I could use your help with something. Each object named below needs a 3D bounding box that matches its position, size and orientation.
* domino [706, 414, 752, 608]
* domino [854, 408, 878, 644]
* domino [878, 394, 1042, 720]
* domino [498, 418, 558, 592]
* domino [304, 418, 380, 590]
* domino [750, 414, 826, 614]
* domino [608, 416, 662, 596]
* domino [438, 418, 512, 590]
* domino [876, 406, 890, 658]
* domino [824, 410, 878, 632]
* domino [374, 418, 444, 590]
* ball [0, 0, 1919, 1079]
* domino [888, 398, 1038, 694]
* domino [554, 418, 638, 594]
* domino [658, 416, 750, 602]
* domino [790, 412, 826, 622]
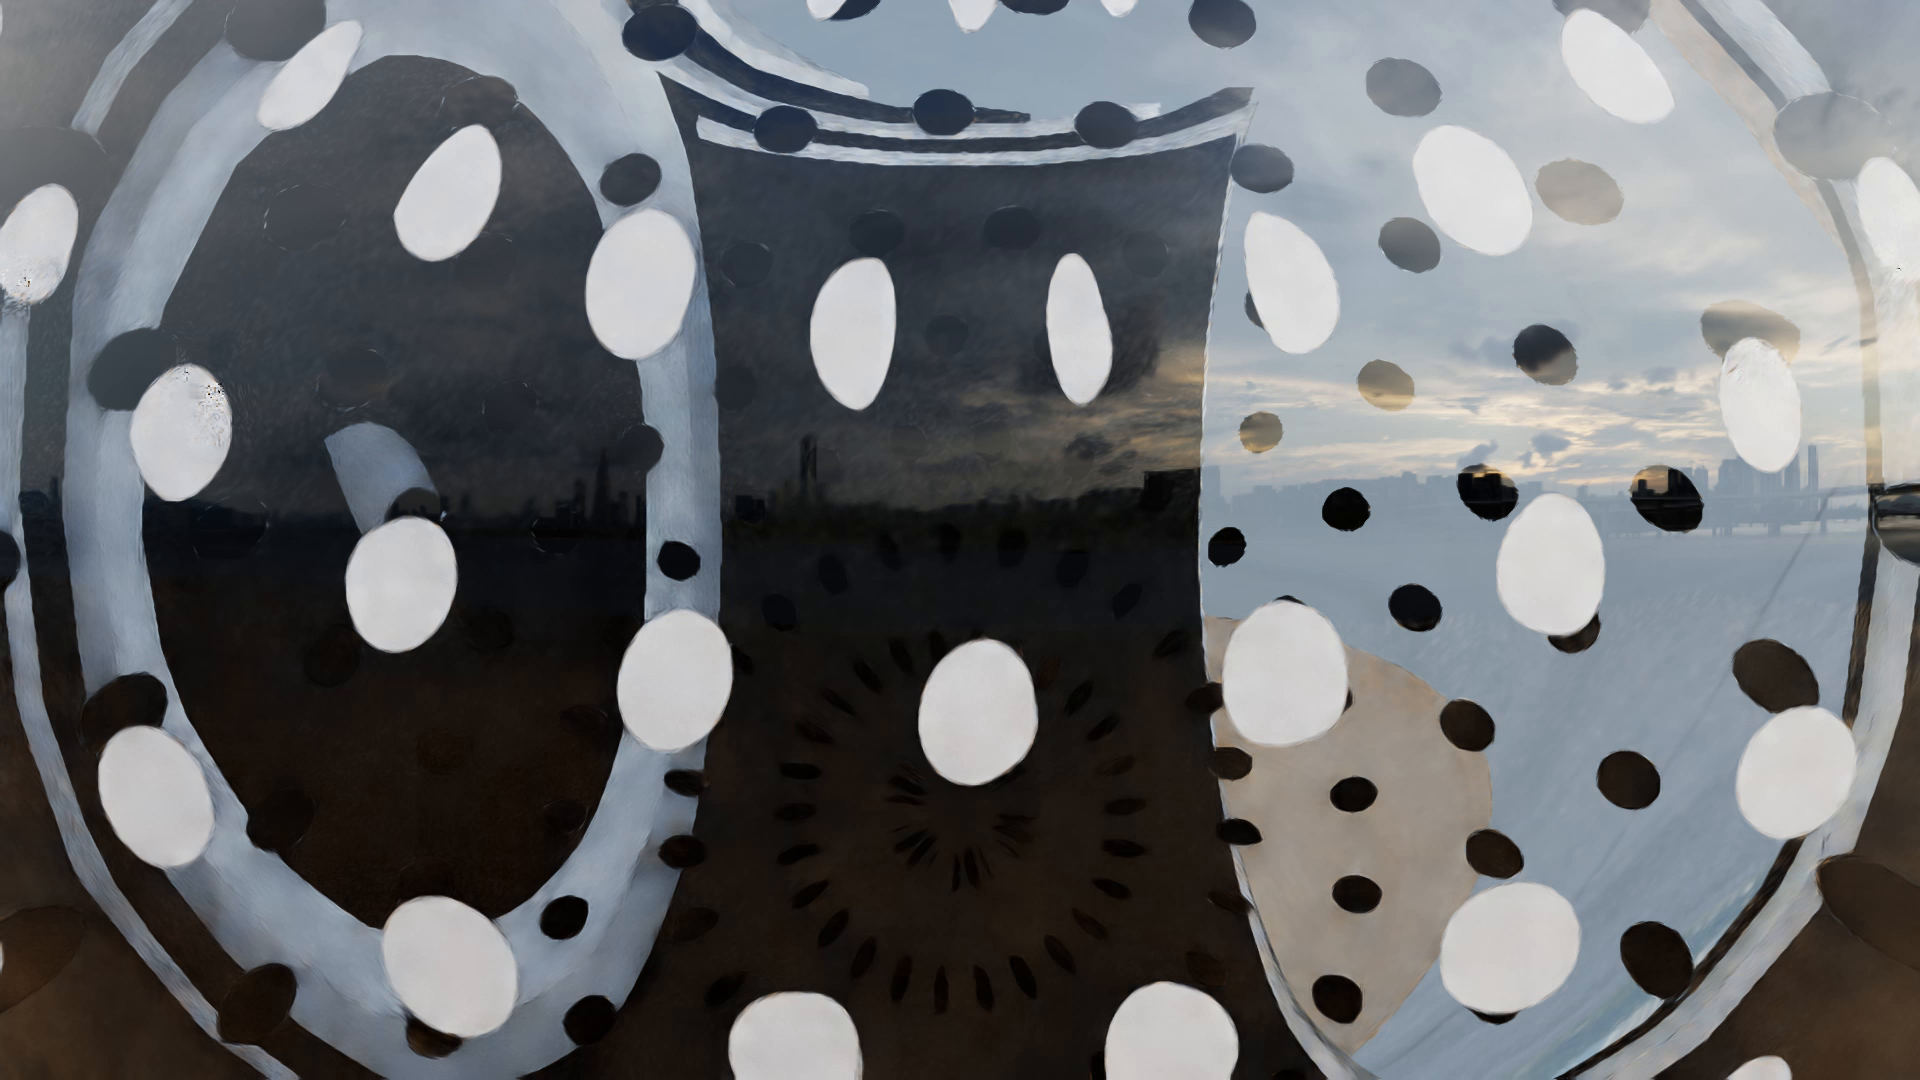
[{"bbox_3d":[-0.055,-0.008,0.345,0.010,0.050,0.025,4,6,42],"label":"domino"},{"bbox_3d":[-0.010,-0.003,0.280,0.025,0.050,0.009,-2,5,-21],"label":"domino"},{"bbox_3d":[0.000,0.002,0.201,0.025,0.050,0.009,0,4,0],"label":"domino"},{"bbox_3d":[-0.126,-0.011,0.383,0.009,0.050,0.025,1,4,14],"label":"domino"},{"bbox_3d":[-0.186,-0.011,0.386,0.009,0.050,0.025,0,4,0],"label":"domino"},{"bbox_3d":[-0.041,-0.007,0.331,0.025,0.050,0.010,-4,6,-41],"label":"domino"},{"bbox_3d":[-0.088,-0.010,0.368,0.010,0.050,0.025,2,5,28],"label":"domino"},{"bbox_3d":[-0.145,-0.011,0.386,0.010,0.050,0.025,0,4,6],"label":"domino"},{"bbox_3d":[-0.004,-0.002,0.261,0.025,0.050,0.009,-1,4,-14],"label":"domino"},{"bbox_3d":[-0.018,-0.005,0.298,0.025,0.050,0.010,-2,5,-28],"label":"domino"},{"bbox_3d":[-0.166,-0.011,0.387,0.009,0.050,0.025,0,4,-1],"label":"domino"},{"bbox_3d":[0.000,-0.002,0.056,0.080,0.080,0.080,0,4,0],"label":"ball"},{"bbox_3d":[0.001,0.001,0.221,0.025,0.050,0.009,0,4,1],"label":"domino"},{"bbox_3d":[-0.106,-0.011,0.377,0.010,0.050,0.025,2,5,21],"label":"domino"},{"bbox_3d":[-0.071,-0.009,0.358,0.009,0.050,0.025,3,5,35],"label":"domino"},{"bbox_3d":[-0.028,-0.006,0.315,0.025,0.050,0.009,-3,5,-34],"label":"domino"}]
